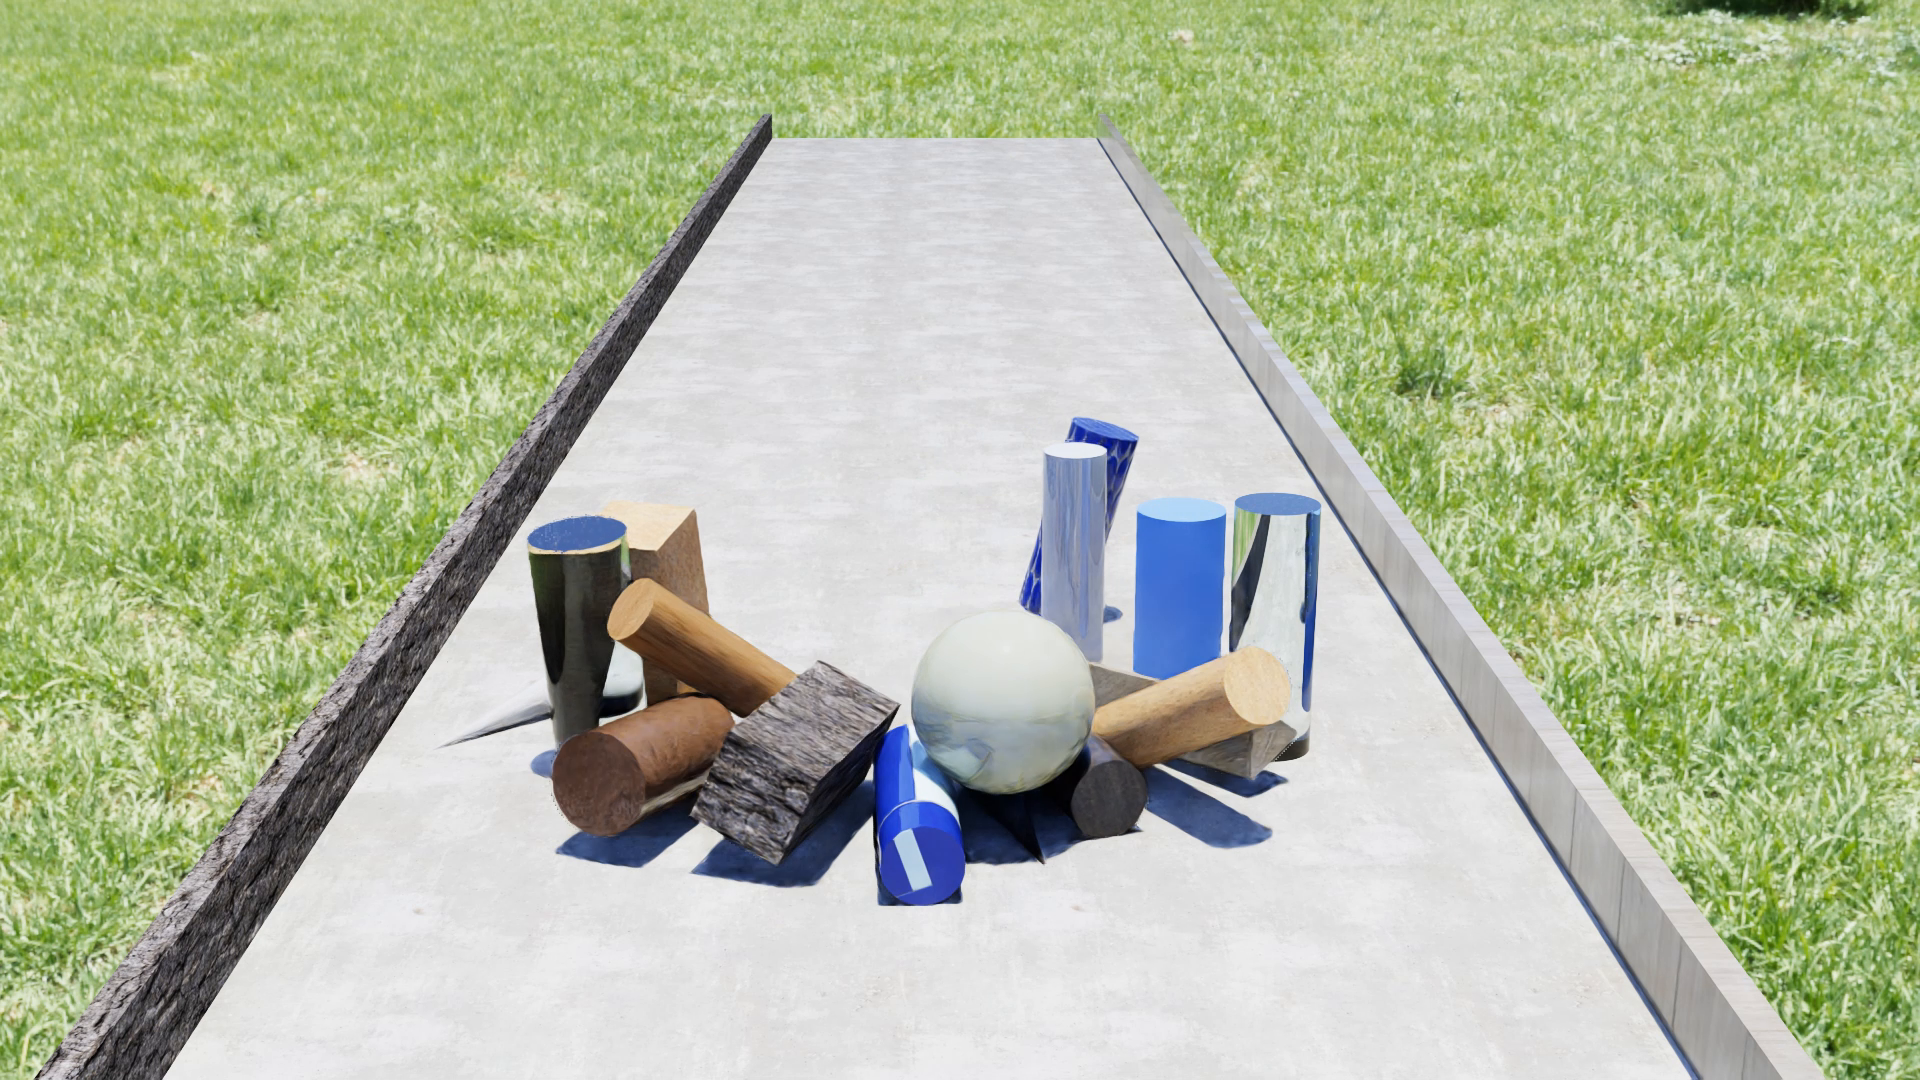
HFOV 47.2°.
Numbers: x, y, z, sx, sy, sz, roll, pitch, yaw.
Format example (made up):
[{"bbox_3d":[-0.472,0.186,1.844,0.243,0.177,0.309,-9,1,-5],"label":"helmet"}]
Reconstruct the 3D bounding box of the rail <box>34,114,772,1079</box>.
[{"bbox_3d":[-1.118,-0.838,7.780,0.050,0.150,12.000,0,17,-1],"label":"rail"}]

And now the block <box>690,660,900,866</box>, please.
[{"bbox_3d":[-0.261,0.355,3.591,0.160,0.160,0.428,29,18,8],"label":"block"}]

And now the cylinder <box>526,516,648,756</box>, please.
[{"bbox_3d":[-0.642,0.187,3.830,0.169,0.424,0.169,-3,21,1],"label":"cylinder"}]

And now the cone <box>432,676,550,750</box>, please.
[{"bbox_3d":[-0.815,0.311,4.089,0.106,0.106,0.418,14,29,40],"label":"cone"}]

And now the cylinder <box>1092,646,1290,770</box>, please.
[{"bbox_3d":[0.375,0.290,3.680,0.128,0.128,0.425,-10,-11,-31],"label":"cylinder"}]

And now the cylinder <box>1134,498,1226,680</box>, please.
[{"bbox_3d":[0.410,0.128,4.120,0.165,0.386,0.165,0,17,0],"label":"cylinder"}]

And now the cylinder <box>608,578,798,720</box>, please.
[{"bbox_3d":[-0.405,0.224,3.814,0.444,0.118,0.118,37,-7,-35],"label":"cylinder"}]

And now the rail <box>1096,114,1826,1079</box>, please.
[{"bbox_3d":[0.932,-0.844,7.801,0.050,0.150,12.000,0,17,-1],"label":"rail"}]

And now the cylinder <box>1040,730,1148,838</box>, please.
[{"bbox_3d":[0.179,0.372,3.740,0.135,0.135,0.373,-6,18,-19],"label":"cylinder"}]

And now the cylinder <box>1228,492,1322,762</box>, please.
[{"bbox_3d":[0.556,0.155,3.910,0.151,0.454,0.151,0,17,0],"label":"cylinder"}]

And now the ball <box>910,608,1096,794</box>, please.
[{"bbox_3d":[0.069,0.260,3.557,0.301,0.301,0.301,0,17,0],"label":"ball"}]

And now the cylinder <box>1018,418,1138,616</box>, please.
[{"bbox_3d":[0.247,-0.041,4.610,0.145,0.406,0.145,15,15,-4],"label":"cylinder"}]

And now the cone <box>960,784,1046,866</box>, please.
[{"bbox_3d":[0.080,0.442,3.640,0.117,0.117,0.371,-5,26,-17],"label":"cone"}]

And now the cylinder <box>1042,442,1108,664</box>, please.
[{"bbox_3d":[0.225,0.031,4.366,0.126,0.431,0.126,0,17,0],"label":"cylinder"}]

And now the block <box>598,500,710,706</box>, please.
[{"bbox_3d":[-0.567,0.145,4.005,0.166,0.392,0.166,5,30,17],"label":"block"}]

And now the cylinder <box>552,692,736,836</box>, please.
[{"bbox_3d":[-0.512,0.365,3.624,0.168,0.168,0.333,6,9,20],"label":"cylinder"}]

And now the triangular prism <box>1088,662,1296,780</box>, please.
[{"bbox_3d":[0.373,0.294,3.901,0.129,0.112,0.441,-40,32,-29],"label":"triangular prism"}]

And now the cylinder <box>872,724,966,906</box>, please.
[{"bbox_3d":[-0.070,0.435,3.536,0.131,0.131,0.423,-1,17,-4],"label":"cylinder"}]
